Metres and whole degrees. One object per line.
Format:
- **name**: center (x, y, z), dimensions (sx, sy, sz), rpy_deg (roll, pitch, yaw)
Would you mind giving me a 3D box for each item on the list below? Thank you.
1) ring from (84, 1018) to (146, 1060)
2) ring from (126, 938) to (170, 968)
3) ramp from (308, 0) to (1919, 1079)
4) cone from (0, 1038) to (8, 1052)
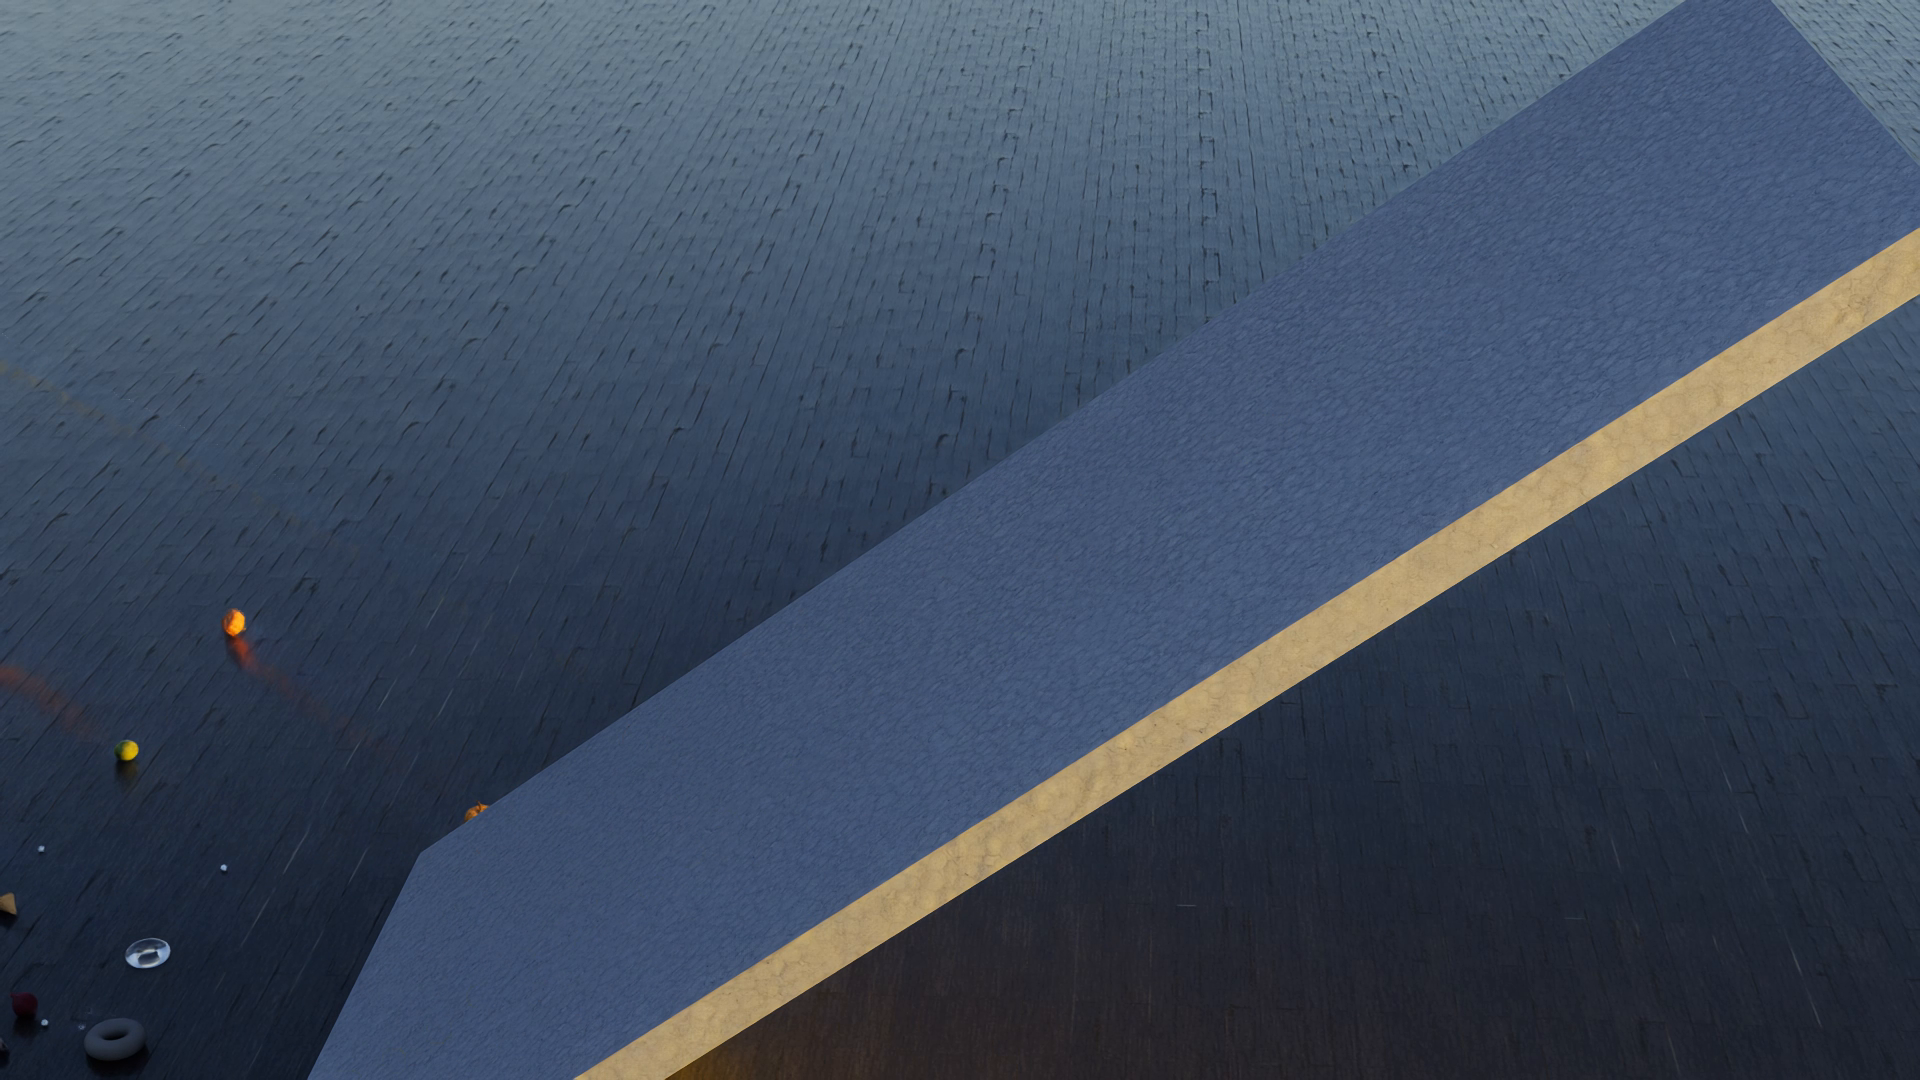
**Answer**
- **ring**: center (-2.021, 1.195, 7.037), dimensions (0.146, 0.049, 0.146), rpy_deg (-1, 23, 0)
- **ring**: center (-2.049, 1.043, 7.422), dimensions (0.112, 0.037, 0.112), rpy_deg (-1, 24, 0)
- **ramp**: center (0.131, 0.178, 6.317), dimensions (4.000, 0.100, 2.000), rpy_deg (-34, 16, 16)
- **cone**: center (-2.313, 1.213, 7.022), dimensions (0.058, 0.058, 0.058), rpy_deg (-37, 34, -14)
